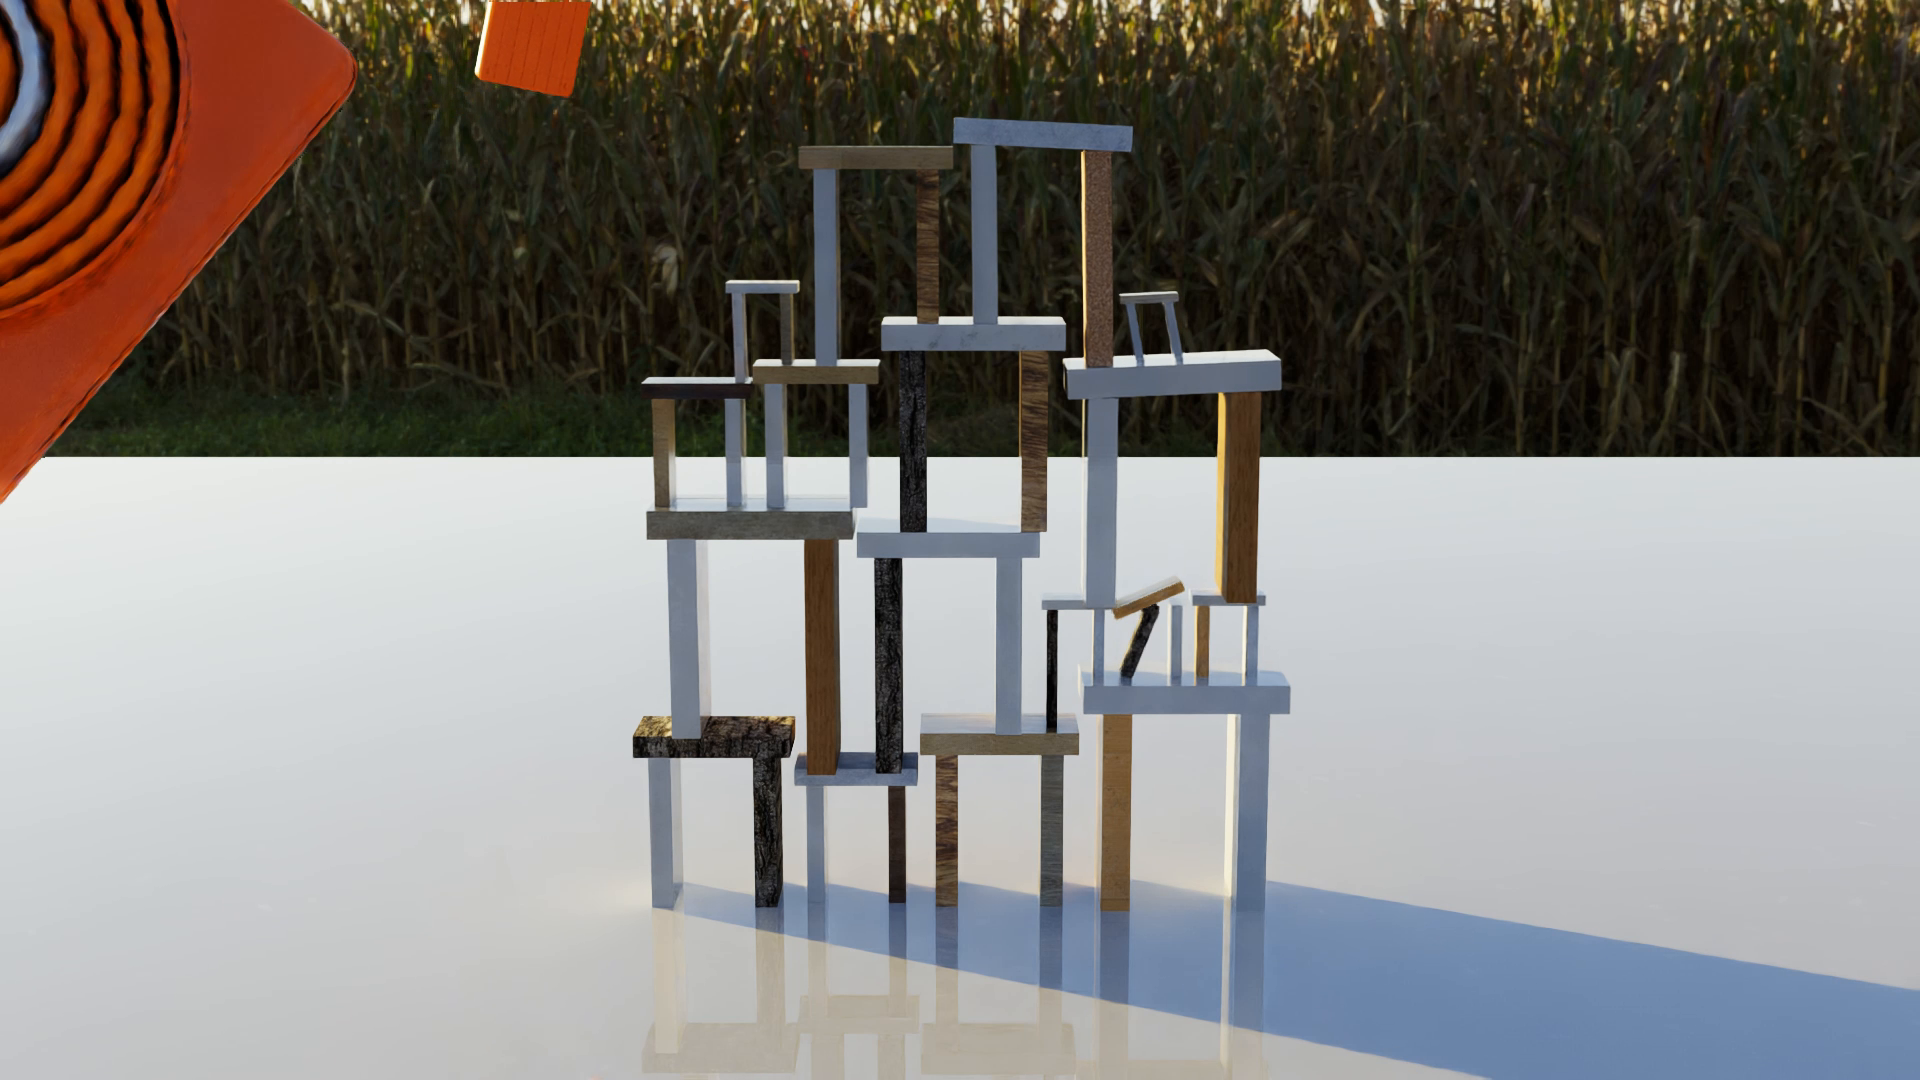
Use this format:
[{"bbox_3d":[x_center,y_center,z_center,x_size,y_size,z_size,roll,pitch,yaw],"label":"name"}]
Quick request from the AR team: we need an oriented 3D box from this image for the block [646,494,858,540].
[{"bbox_3d":[-0.333,-0.038,3.553,0.326,0.046,0.163,0,11,0],"label":"block"}]

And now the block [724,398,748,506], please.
[{"bbox_3d":[-0.360,-0.146,3.537,0.024,0.173,0.086,0,11,0],"label":"block"}]

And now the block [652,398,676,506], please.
[{"bbox_3d":[-0.475,-0.146,3.537,0.024,0.173,0.086,0,11,0],"label":"block"}]

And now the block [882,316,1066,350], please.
[{"bbox_3d":[0.021,-0.329,3.500,0.288,0.041,0.144,0,11,0],"label":"block"}]

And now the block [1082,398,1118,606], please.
[{"bbox_3d":[0.225,-0.072,3.549,0.047,0.333,0.167,0,10,0],"label":"block"}]

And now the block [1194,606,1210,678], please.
[{"bbox_3d":[0.396,0.159,3.592,0.017,0.119,0.059,0,11,0],"label":"block"}]

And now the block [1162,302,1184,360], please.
[{"bbox_3d":[0.339,-0.334,3.500,0.013,0.092,0.046,-11,10,3],"label":"block"}]

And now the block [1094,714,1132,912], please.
[{"bbox_3d":[0.253,0.427,3.638,0.047,0.331,0.166,0,11,0],"label":"block"}]

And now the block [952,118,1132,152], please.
[{"bbox_3d":[0.127,-0.635,3.445,0.275,0.039,0.137,3,11,-1],"label":"block"}]

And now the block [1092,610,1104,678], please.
[{"bbox_3d":[0.226,0.163,3.589,0.016,0.113,0.056,0,11,0],"label":"block"}]

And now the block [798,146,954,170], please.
[{"bbox_3d":[-0.130,-0.601,3.454,0.238,0.034,0.119,0,11,0],"label":"block"}]

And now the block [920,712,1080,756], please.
[{"bbox_3d":[0.064,0.319,3.621,0.257,0.036,0.129,0,11,0],"label":"block"}]

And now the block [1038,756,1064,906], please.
[{"bbox_3d":[0.150,0.463,3.647,0.036,0.257,0.129,0,11,0],"label":"block"}]

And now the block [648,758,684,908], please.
[{"bbox_3d":[-0.487,0.466,3.643,0.036,0.254,0.127,0,11,0],"label":"block"}]

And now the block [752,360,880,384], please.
[{"bbox_3d":[-0.228,-0.269,3.508,0.198,0.028,0.099,0,11,0],"label":"block"}]

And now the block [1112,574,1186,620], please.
[{"bbox_3d":[0.303,0.093,3.577,0.122,0.017,0.061,-23,10,3],"label":"block"}]

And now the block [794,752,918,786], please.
[{"bbox_3d":[-0.170,0.378,3.634,0.201,0.028,0.100,0,11,0],"label":"block"}]

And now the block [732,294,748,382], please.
[{"bbox_3d":[-0.349,-0.324,3.496,0.016,0.141,0.056,-1,11,0],"label":"block"}]

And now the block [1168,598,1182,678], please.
[{"bbox_3d":[0.350,0.159,3.585,0.017,0.122,0.061,0,11,0],"label":"block"}]

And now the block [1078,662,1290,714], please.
[{"bbox_3d":[0.364,0.241,3.604,0.331,0.047,0.166,0,11,0],"label":"block"}]

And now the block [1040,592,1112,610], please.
[{"bbox_3d":[0.188,0.100,3.577,0.113,0.016,0.056,0,10,0],"label":"block"}]

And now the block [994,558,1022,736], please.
[{"bbox_3d":[0.078,0.158,3.589,0.041,0.291,0.145,0,11,0],"label":"block"}]

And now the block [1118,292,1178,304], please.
[{"bbox_3d":[0.299,-0.385,3.492,0.092,0.013,0.046,-3,10,1],"label":"block"}]

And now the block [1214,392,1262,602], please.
[{"bbox_3d":[0.447,-0.080,3.545,0.047,0.336,0.167,0,10,0],"label":"block"}]

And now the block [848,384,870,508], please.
[{"bbox_3d":[-0.162,-0.158,3.529,0.028,0.198,0.099,0,11,0],"label":"block"}]

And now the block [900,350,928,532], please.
[{"bbox_3d":[-0.075,-0.167,3.530,0.041,0.288,0.144,0,11,0],"label":"block"}]

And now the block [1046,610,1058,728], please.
[{"bbox_3d":[0.150,0.204,3.597,0.016,0.197,0.056,0,11,0],"label":"block"}]

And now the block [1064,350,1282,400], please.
[{"bbox_3d":[0.335,-0.265,3.511,0.333,0.047,0.167,-3,10,1],"label":"block"}]

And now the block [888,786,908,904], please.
[{"bbox_3d":[-0.103,0.490,3.655,0.028,0.201,0.100,0,11,0],"label":"block"}]

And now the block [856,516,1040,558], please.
[{"bbox_3d":[-0.019,-0.005,3.559,0.291,0.041,0.145,0,11,0],"label":"block"}]

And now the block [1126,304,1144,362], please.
[{"bbox_3d":[0.278,-0.331,3.500,0.013,0.092,0.046,-11,10,3],"label":"block"}]

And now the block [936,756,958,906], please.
[{"bbox_3d":[-0.022,0.463,3.647,0.036,0.257,0.129,0,11,0],"label":"block"}]

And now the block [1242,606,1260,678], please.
[{"bbox_3d":[0.475,0.159,3.592,0.017,0.119,0.059,0,11,0],"label":"block"}]

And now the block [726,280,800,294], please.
[{"bbox_3d":[-0.312,-0.401,3.481,0.113,0.016,0.056,0,11,0],"label":"block"}]

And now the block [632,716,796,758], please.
[{"bbox_3d":[-0.402,0.323,3.616,0.254,0.036,0.127,0,11,0],"label":"block"}]

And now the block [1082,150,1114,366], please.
[{"bbox_3d":[0.218,-0.447,3.481,0.039,0.332,0.137,-1,10,1],"label":"block"}]

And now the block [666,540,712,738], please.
[{"bbox_3d":[-0.441,0.145,3.587,0.046,0.326,0.163,0,10,0],"label":"block"}]

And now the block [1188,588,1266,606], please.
[{"bbox_3d":[0.435,0.093,3.580,0.119,0.017,0.059,0,10,0],"label":"block"}]

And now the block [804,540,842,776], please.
[{"bbox_3d":[-0.224,0.175,3.593,0.046,0.386,0.163,0,11,0],"label":"block"}]

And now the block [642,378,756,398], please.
[{"bbox_3d":[-0.418,-0.243,3.519,0.173,0.024,0.086,0,11,0],"label":"block"}]

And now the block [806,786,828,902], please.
[{"bbox_3d":[-0.237,0.490,3.655,0.028,0.201,0.100,0,10,0],"label":"block"}]

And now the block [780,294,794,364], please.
[{"bbox_3d":[-0.274,-0.338,3.494,0.016,0.113,0.056,0,11,1],"label":"block"}]

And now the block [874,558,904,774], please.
[{"bbox_3d":[-0.116,0.190,3.595,0.041,0.355,0.145,0,11,0],"label":"block"}]

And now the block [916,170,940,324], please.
[{"bbox_3d":[-0.050,-0.467,3.478,0.034,0.238,0.119,0,11,0],"label":"block"}]

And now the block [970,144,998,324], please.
[{"bbox_3d":[0.038,-0.484,3.472,0.039,0.275,0.137,-1,11,0],"label":"block"}]

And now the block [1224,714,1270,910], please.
[{"bbox_3d":[0.474,0.427,3.638,0.047,0.331,0.166,0,10,0],"label":"block"}]

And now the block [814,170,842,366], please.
[{"bbox_3d":[-0.210,-0.434,3.485,0.034,0.305,0.119,0,11,0],"label":"block"}]

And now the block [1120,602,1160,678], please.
[{"bbox_3d":[0.293,0.160,3.585,0.017,0.121,0.061,21,10,-4],"label":"block"}]

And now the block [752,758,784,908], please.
[{"bbox_3d":[-0.318,0.466,3.643,0.036,0.254,0.127,0,11,0],"label":"block"}]

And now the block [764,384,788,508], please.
[{"bbox_3d":[-0.294,-0.158,3.529,0.028,0.198,0.099,0,11,0],"label":"block"}]

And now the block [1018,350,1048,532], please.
[{"bbox_3d":[0.117,-0.167,3.530,0.041,0.288,0.144,0,11,0],"label":"block"}]
